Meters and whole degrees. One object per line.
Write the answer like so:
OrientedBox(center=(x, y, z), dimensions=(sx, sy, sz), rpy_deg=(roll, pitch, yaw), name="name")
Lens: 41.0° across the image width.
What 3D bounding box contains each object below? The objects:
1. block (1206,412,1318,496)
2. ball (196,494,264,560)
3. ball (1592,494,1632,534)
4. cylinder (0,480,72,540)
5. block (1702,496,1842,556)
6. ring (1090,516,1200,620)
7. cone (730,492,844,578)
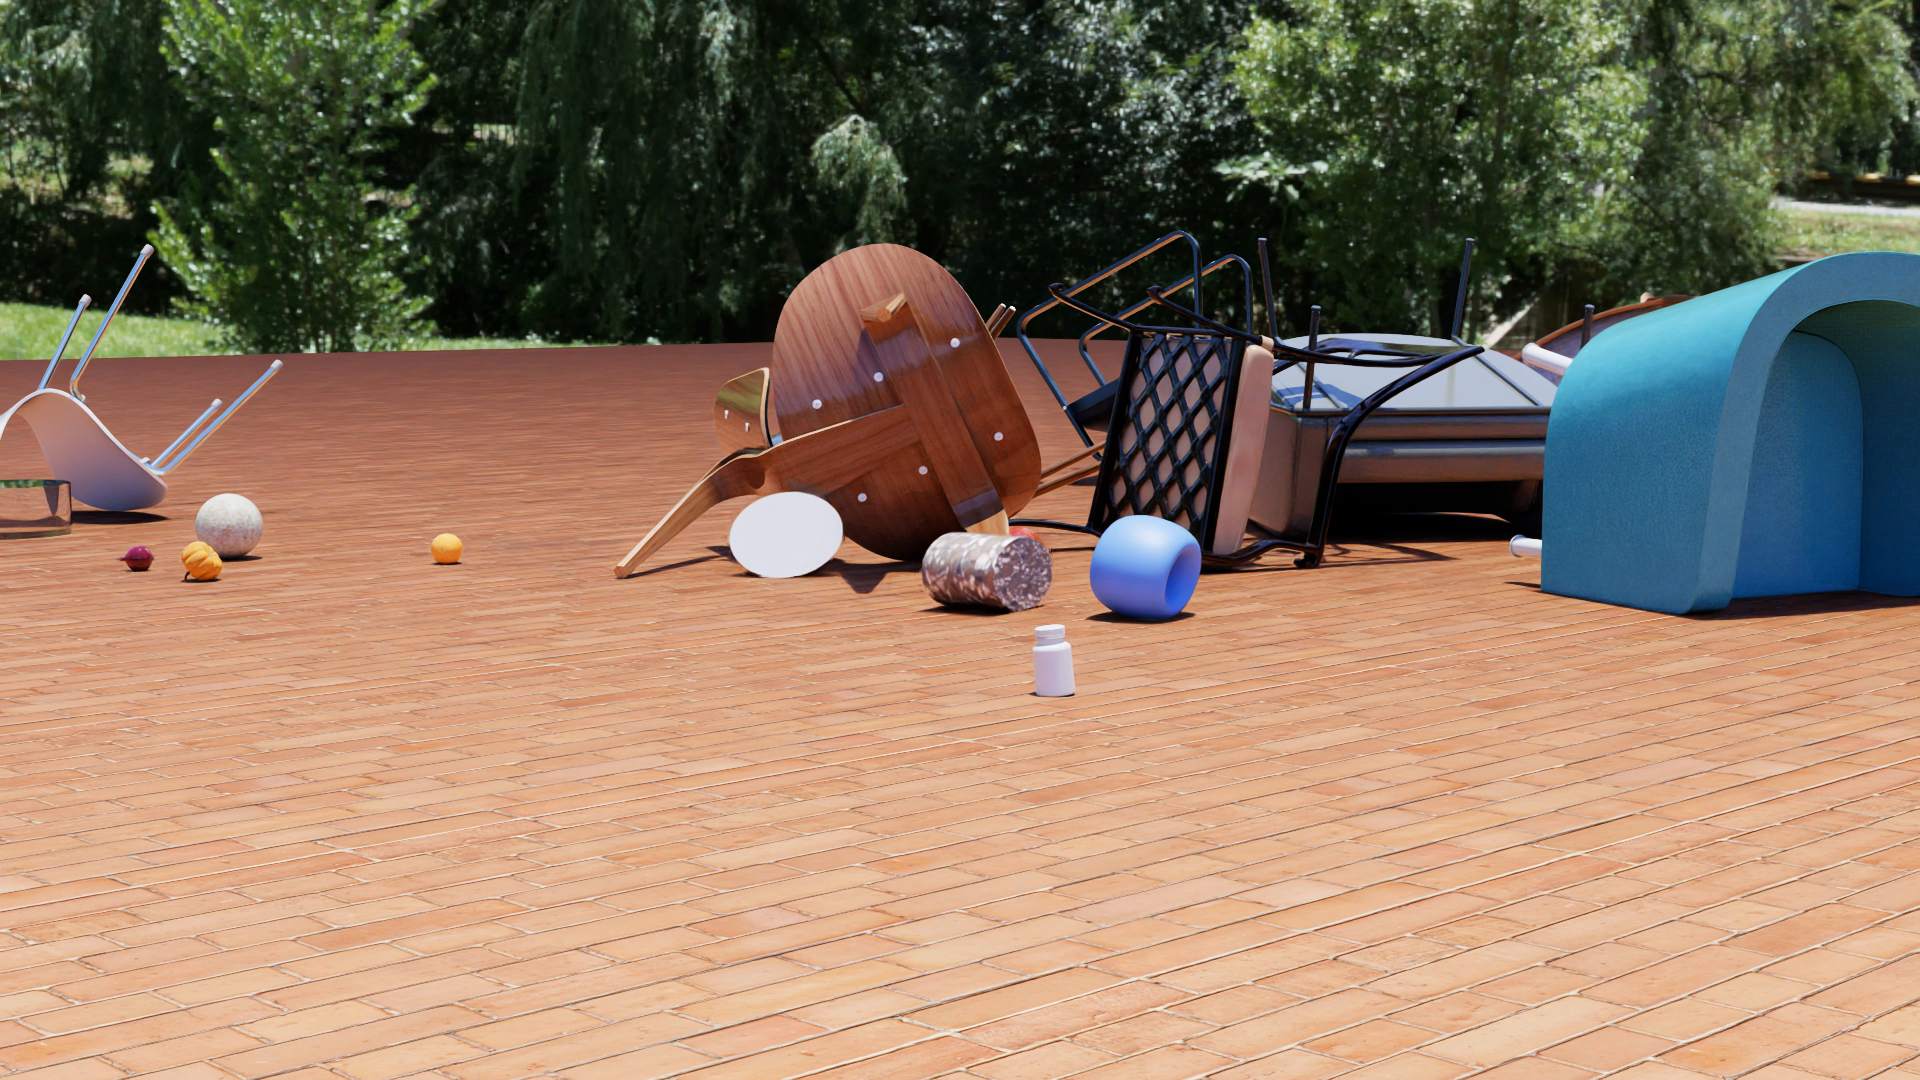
OrientedBox(center=(0.918, -0.262, 7.797), dimensions=(0.301, 0.238, 0.169), rpy_deg=(2, 6, 22), name="block")
OrientedBox(center=(-1.702, -0.032, 5.978), dimensions=(0.153, 0.153, 0.153), rpy_deg=(0, 6, 0), name="ball")
OrientedBox(center=(1.664, -0.065, 6.544), dimensions=(0.102, 0.102, 0.102), rpy_deg=(0, 6, 0), name="ball")
OrientedBox(center=(-2.427, -0.079, 6.554), dimensions=(0.295, 0.129, 0.300), rpy_deg=(5, 8, 40), name="cylinder")
OrientedBox(center=(1.938, -0.033, 6.130), dimensions=(0.286, 0.123, 0.187), rpy_deg=(1, 6, 8), name="block")
OrientedBox(center=(0.359, 0.054, 4.962), dimensions=(0.161, 0.198, 0.221), rpy_deg=(17, 26, 28), name="ring")
OrientedBox(center=(-0.385, 0.026, 5.723), dimensions=(0.252, 0.208, 0.170), rpy_deg=(-12, -25, -8), name="cone")
